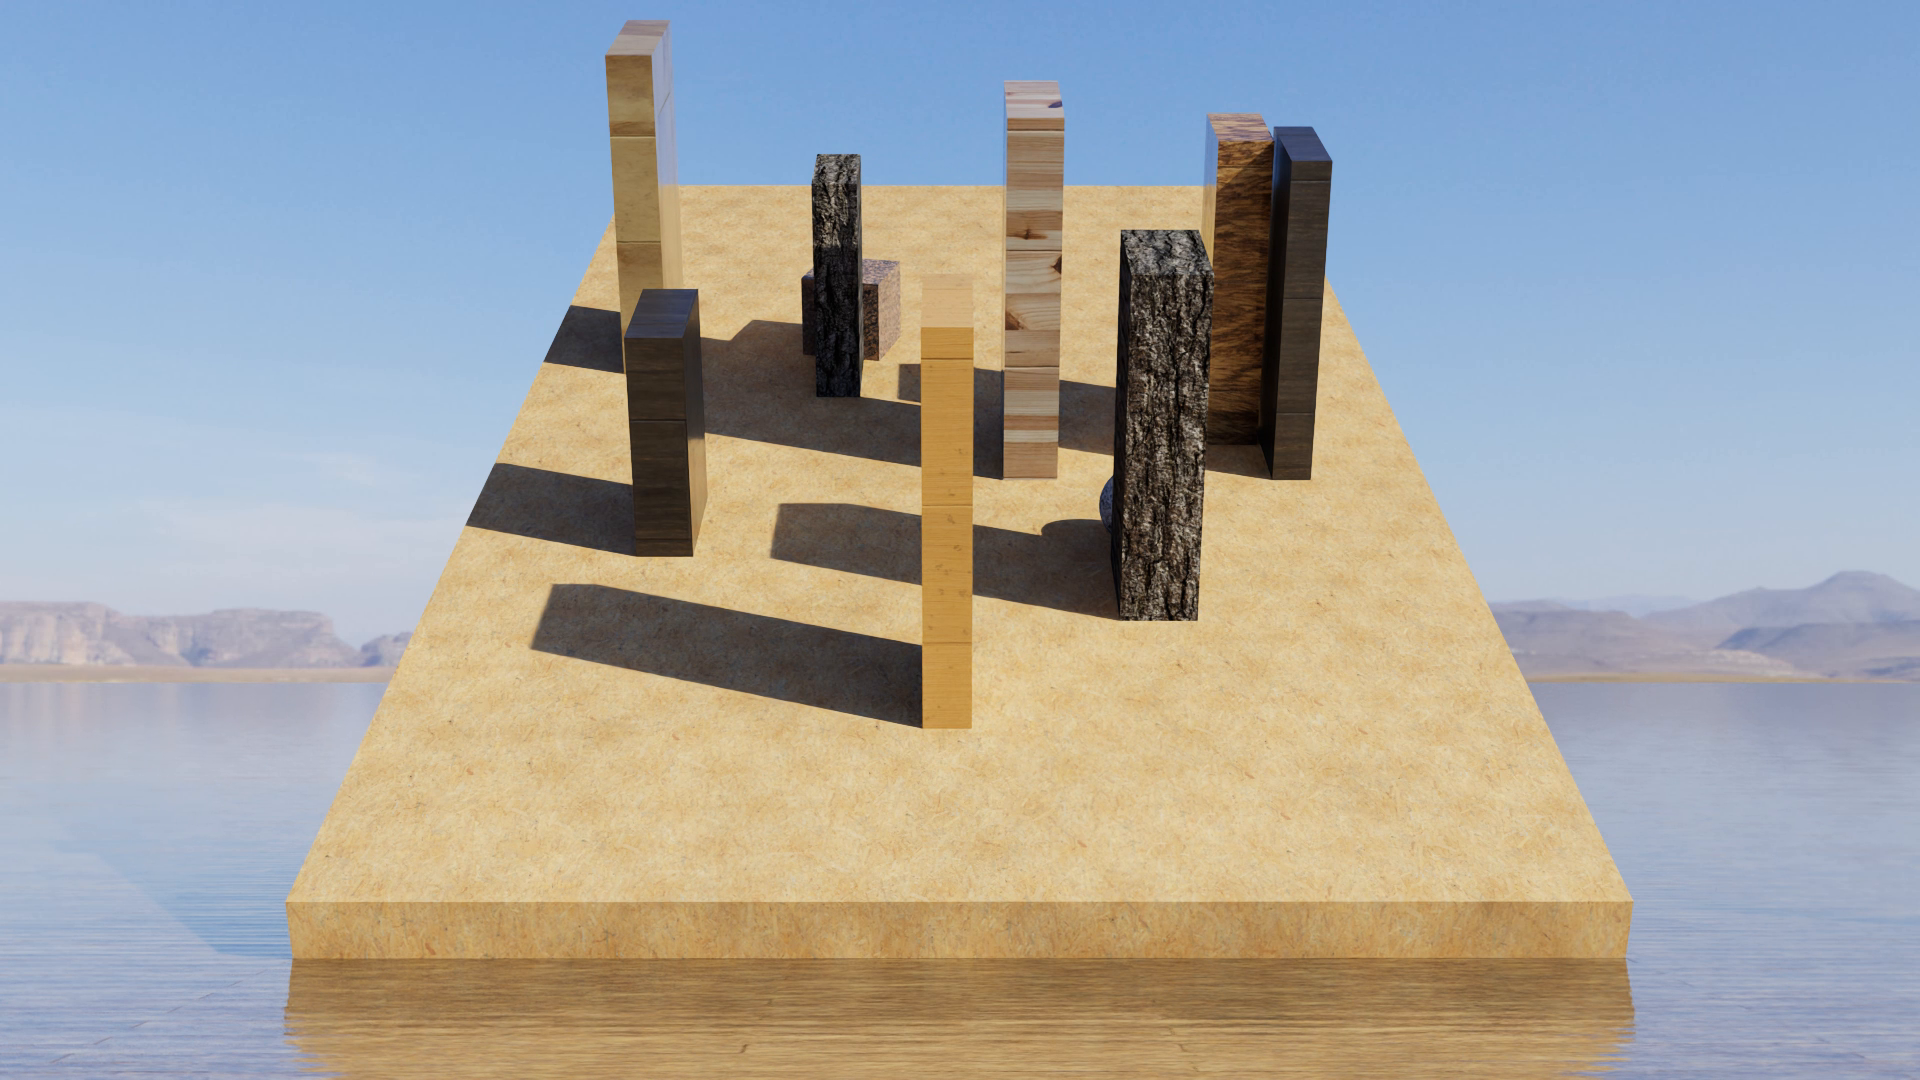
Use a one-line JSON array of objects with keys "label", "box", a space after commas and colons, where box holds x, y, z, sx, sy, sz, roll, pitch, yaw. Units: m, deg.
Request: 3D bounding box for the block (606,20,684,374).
[{"label": "block", "box": [-0.749, -0.825, 5.576, 0.105, 0.762, 0.399, 0, 24, 0]}]

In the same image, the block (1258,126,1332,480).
[{"label": "block", "box": [0.706, -0.502, 4.940, 0.082, 0.694, 0.287, 0, 24, 0]}]

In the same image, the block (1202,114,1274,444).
[{"label": "block", "box": [0.598, -0.572, 5.111, 0.117, 0.682, 0.247, 0, 24, 0]}]

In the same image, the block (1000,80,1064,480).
[{"label": "block", "box": [0.150, -0.551, 4.938, 0.115, 0.781, 0.330, 0, 24, 0]}]

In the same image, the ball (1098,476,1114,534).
[{"label": "ball", "box": [0.356, -0.068, 4.617, 0.160, 0.160, 0.160, 0, -3, 0]}]

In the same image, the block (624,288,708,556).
[{"label": "block", "box": [-0.581, -0.236, 4.626, 0.111, 0.455, 0.302, 0, 24, 0]}]

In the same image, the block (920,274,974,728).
[{"label": "block", "box": [-0.021, -0.064, 3.921, 0.083, 0.715, 0.280, 0, 24, 0]}]

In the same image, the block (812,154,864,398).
[{"label": "block", "box": [-0.283, -0.618, 5.423, 0.101, 0.509, 0.260, 0, 24, 0]}]

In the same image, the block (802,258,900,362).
[{"label": "block", "box": [-0.265, -0.570, 5.705, 0.194, 0.194, 0.194, 6, 25, 13]}]

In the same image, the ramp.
[{"label": "ramp", "box": [-0.008, -0.228, 5.297, 2.000, 0.100, 4.000, 0, 24, 0]}]

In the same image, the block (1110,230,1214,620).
[{"label": "block", "box": [0.370, -0.212, 4.313, 0.144, 0.670, 0.279, 0, 24, 0]}]
